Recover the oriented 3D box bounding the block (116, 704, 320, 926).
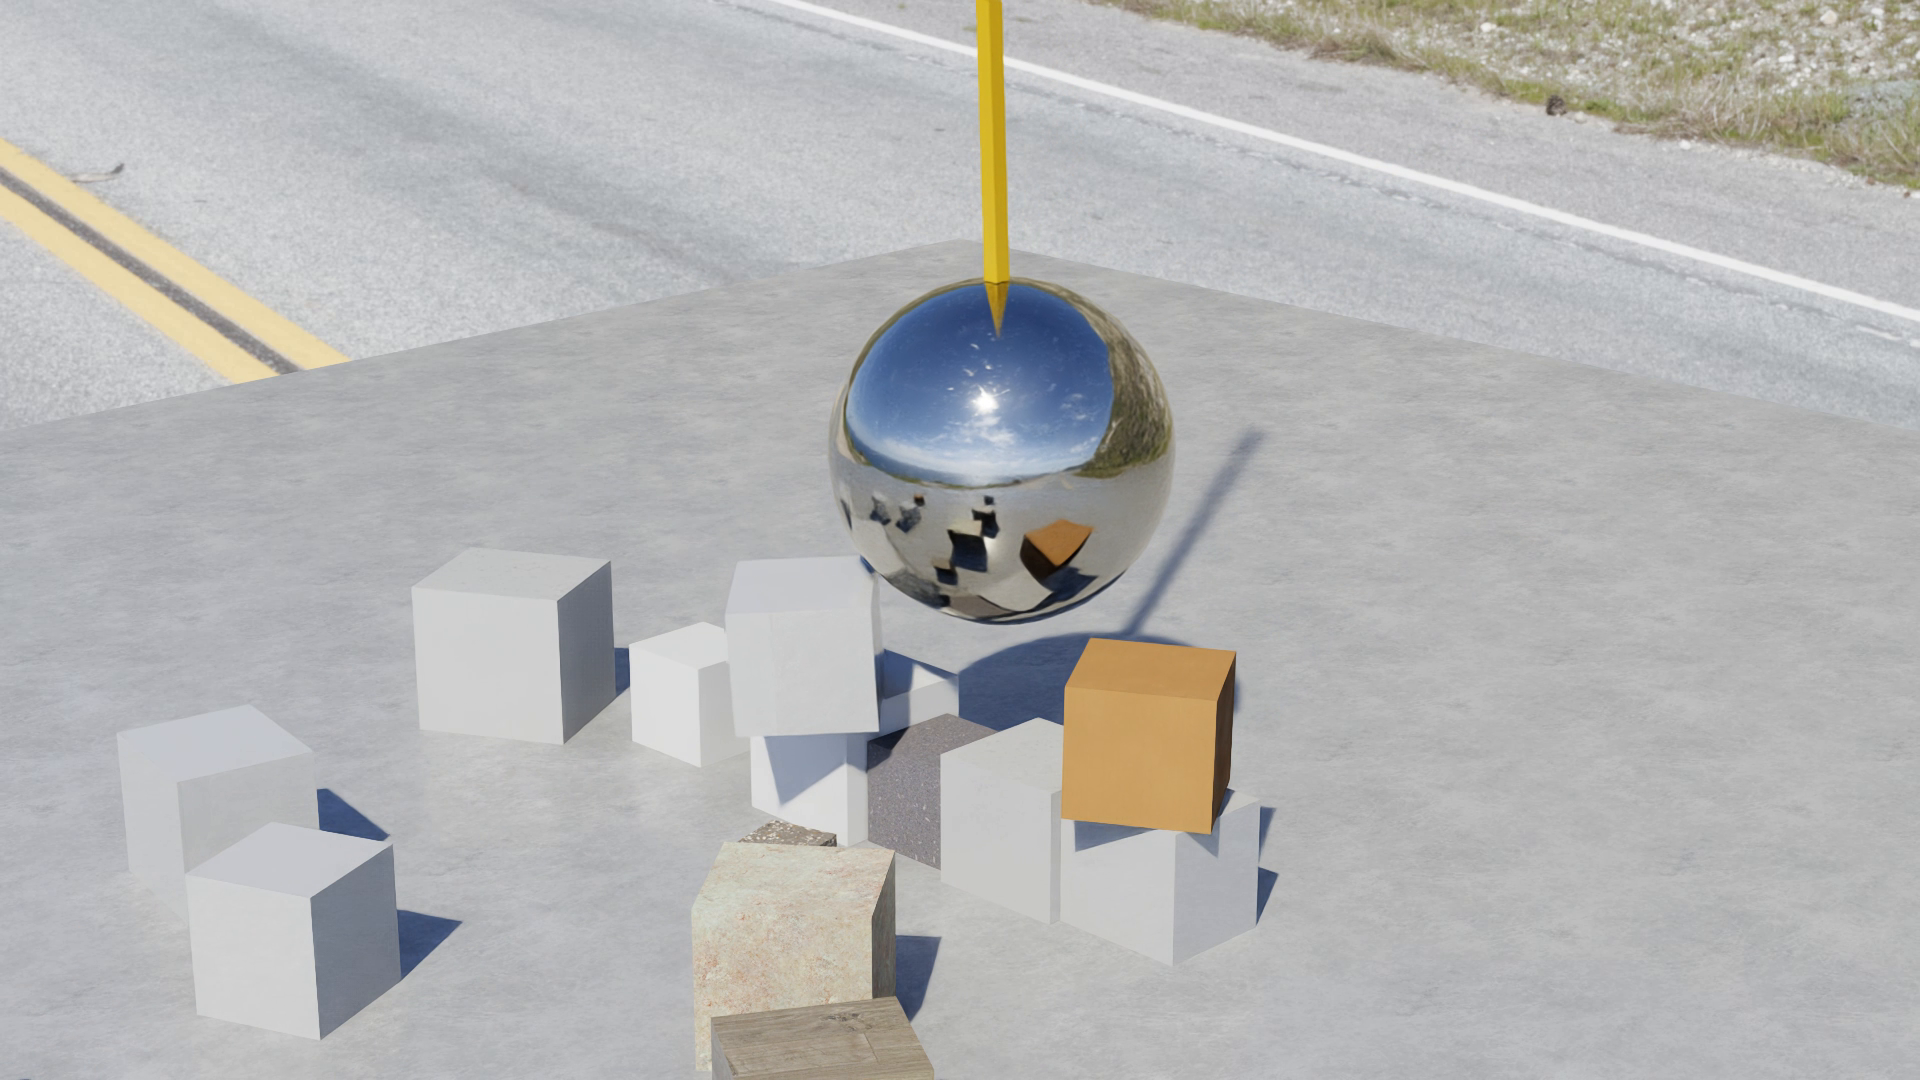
[{"bbox_3d":[-3.354,1.232,13.292,0.637,0.679,0.731,-12,21,-34],"label":"block"}]

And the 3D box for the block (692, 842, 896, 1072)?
[{"bbox_3d":[-0.657,1.686,11.814,0.710,0.699,0.665,2,18,6],"label":"block"}]

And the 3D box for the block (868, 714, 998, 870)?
[{"bbox_3d":[-0.051,1.182,13.744,0.526,0.503,0.554,-17,24,-42],"label":"block"}]

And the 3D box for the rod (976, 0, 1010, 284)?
[{"bbox_3d":[0.083,-3.619,12.291,0.080,5.200,0.080,17,27,42],"label":"rod"}]

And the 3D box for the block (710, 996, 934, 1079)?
[{"bbox_3d":[-0.496,2.108,10.519,0.689,0.671,0.592,-4,18,-14],"label":"block"}]

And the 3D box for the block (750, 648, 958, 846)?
[{"bbox_3d":[-0.508,0.969,14.137,0.726,0.674,0.692,-16,24,-42],"label":"block"}]

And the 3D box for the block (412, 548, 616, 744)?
[{"bbox_3d":[-2.320,0.543,15.321,0.804,0.777,0.705,5,18,15],"label":"block"}]

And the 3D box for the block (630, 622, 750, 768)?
[{"bbox_3d":[-1.318,0.783,14.978,0.532,0.524,0.498,16,24,42],"label":"block"}]

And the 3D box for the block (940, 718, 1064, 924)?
[{"bbox_3d":[0.380,1.262,13.291,0.671,0.622,0.649,16,24,42],"label":"block"}]

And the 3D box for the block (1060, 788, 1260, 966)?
[{"bbox_3d":[0.874,1.405,12.860,0.560,0.608,0.658,-17,24,-42],"label":"block"}]

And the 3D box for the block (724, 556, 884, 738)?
[{"bbox_3d":[-0.706,0.484,13.558,0.655,0.607,0.670,-3,20,2],"label":"block"}]

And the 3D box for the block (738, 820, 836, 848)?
[{"bbox_3d":[-0.769,1.490,13.009,0.339,0.357,0.306,10,20,28],"label":"block"}]

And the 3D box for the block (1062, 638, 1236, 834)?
[{"bbox_3d":[0.816,0.836,12.627,0.643,0.603,0.613,5,19,12],"label":"block"}]

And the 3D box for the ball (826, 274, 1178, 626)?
[{"bbox_3d":[0.191,-0.411,13.413,1.600,1.600,1.600,0,17,0],"label":"ball"}]

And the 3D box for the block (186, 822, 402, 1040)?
[{"bbox_3d":[-2.758,1.612,12.165,0.605,0.629,0.593,7,19,22],"label":"block"}]
